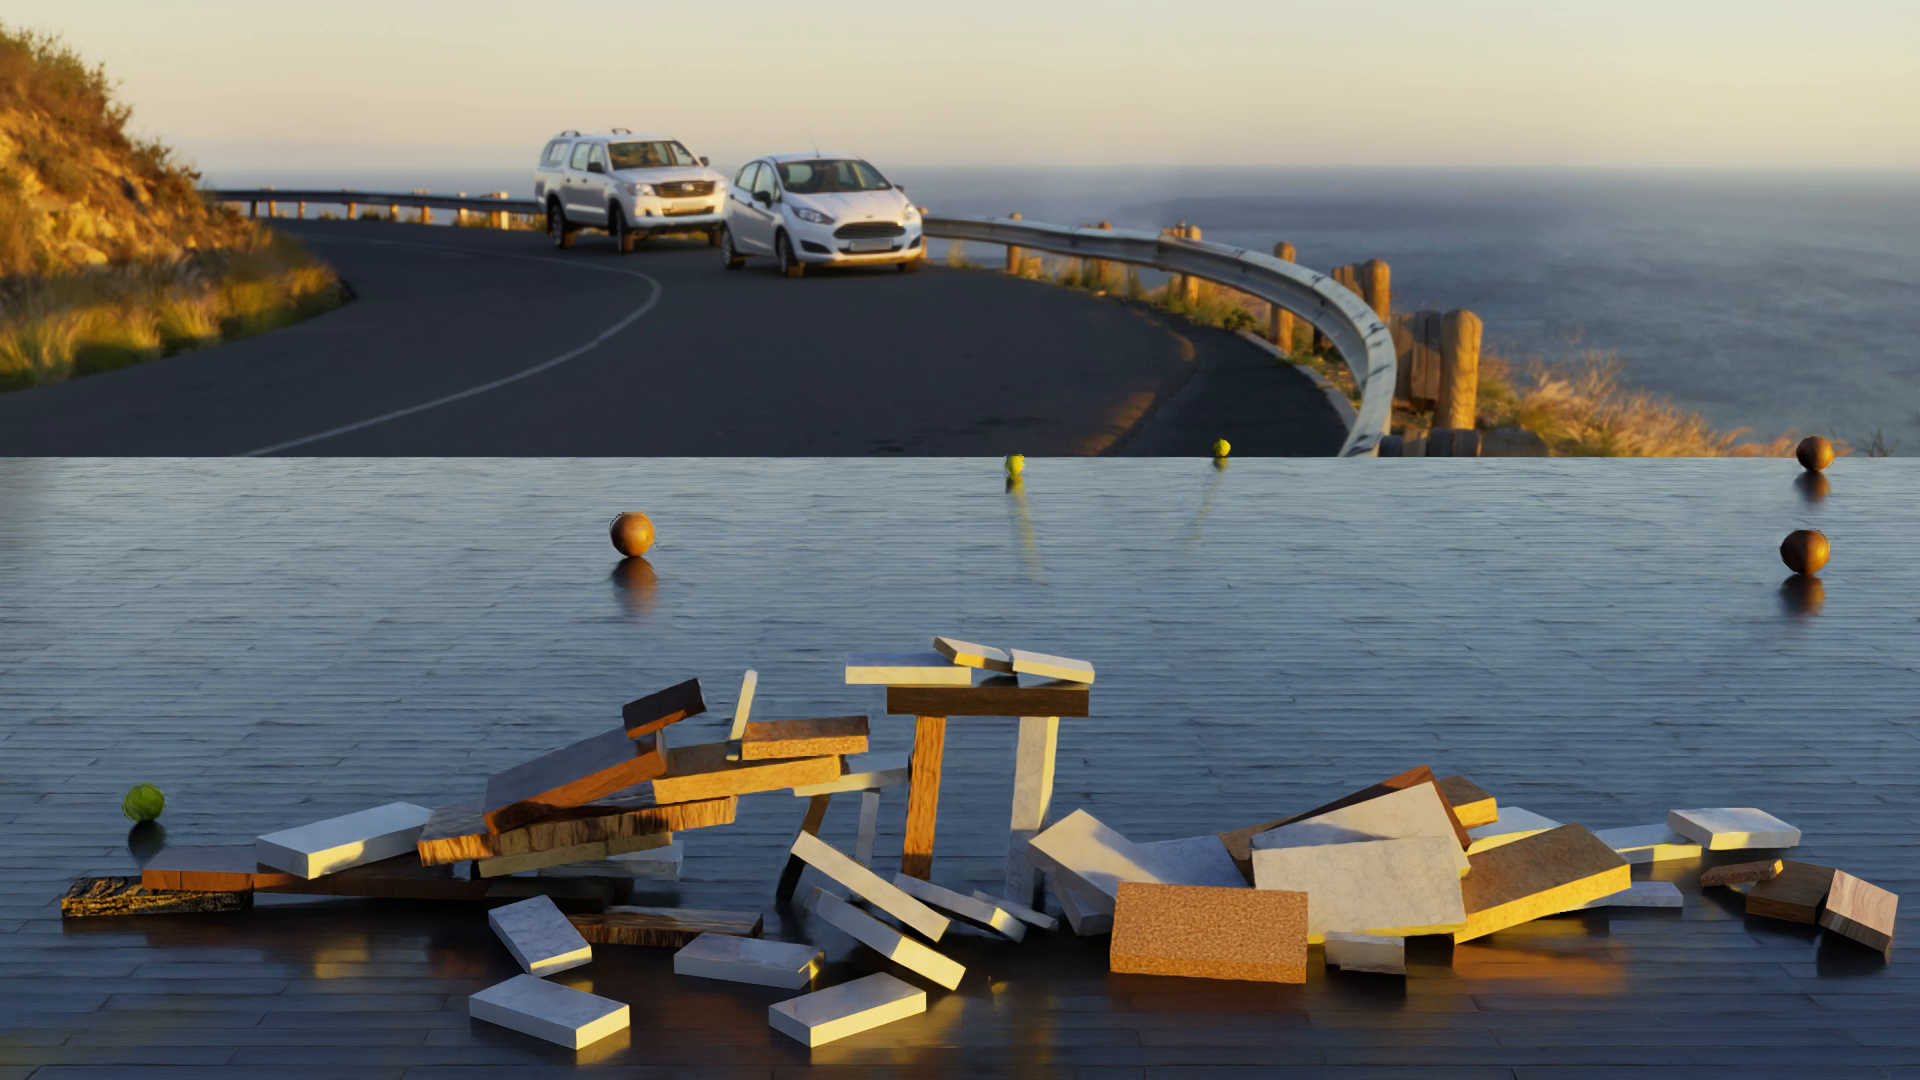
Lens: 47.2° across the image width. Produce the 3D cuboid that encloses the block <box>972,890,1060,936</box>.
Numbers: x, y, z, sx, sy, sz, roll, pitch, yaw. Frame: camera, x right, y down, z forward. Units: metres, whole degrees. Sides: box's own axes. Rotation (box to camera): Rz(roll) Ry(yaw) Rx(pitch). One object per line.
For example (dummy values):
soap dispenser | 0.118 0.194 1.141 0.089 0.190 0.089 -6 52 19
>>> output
block | 0.087 0.588 3.464 0.133 0.019 0.067 17 -16 18

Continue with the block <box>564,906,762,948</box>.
block | -0.510 0.611 3.483 0.382 0.027 0.096 2 11 8

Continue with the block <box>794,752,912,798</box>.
block | -0.176 0.387 3.629 0.188 0.027 0.094 -7 10 2

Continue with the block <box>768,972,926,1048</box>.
block | -0.161 0.671 3.152 0.204 0.029 0.102 -9 14 -39

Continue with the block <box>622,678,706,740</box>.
block | -0.488 0.277 3.627 0.135 0.019 0.068 -21 37 0

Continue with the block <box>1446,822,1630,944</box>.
block | 0.896 0.548 3.535 0.312 0.044 0.156 -15 22 -12

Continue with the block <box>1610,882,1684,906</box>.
block | 0.874 0.583 3.652 0.627 0.019 0.068 0 11 3

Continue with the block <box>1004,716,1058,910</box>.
block | 0.120 0.429 3.644 0.046 0.324 0.162 6 11 8

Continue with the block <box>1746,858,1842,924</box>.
block | 1.381 0.580 3.638 0.107 0.030 0.214 7 12 31

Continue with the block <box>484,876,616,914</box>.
block | -0.660 0.572 3.543 0.192 0.027 0.096 0 11 2

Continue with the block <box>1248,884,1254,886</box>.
block | 0.537 0.549 3.702 0.135 0.019 0.067 -18 1 -30

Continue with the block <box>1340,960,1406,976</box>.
block | 0.621 0.643 3.301 0.095 0.014 0.048 2 -12 13

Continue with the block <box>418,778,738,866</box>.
block | -0.628 0.456 3.650 0.514 0.042 0.149 -8 16 1

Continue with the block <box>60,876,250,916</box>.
block | -1.320 0.583 3.624 0.279 0.030 0.106 -1 11 -6

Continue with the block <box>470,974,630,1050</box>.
block | -0.587 0.672 3.143 0.211 0.030 0.106 7 13 34

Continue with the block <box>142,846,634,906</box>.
block | -0.941 0.558 3.650 0.785 0.033 0.115 2 10 -2

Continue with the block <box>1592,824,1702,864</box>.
block | 1.135 0.540 3.858 0.314 0.029 0.102 -3 11 -17

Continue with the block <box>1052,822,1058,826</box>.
block | 0.200 0.532 3.707 0.129 0.018 0.064 43 14 0

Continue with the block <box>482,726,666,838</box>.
block | -0.632 0.386 3.623 0.299 0.042 0.149 -20 20 -1

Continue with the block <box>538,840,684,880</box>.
block | -0.586 0.534 3.701 0.230 0.033 0.115 3 10 -3

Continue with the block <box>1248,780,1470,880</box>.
block | 0.638 0.507 3.522 0.312 0.156 0.044 -16 -30 -7

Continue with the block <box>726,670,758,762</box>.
block | -0.357 0.286 3.596 0.019 0.135 0.068 13 14 -5

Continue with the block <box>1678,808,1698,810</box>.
block | 1.393 0.510 4.052 0.118 0.017 0.059 -1 11 -3

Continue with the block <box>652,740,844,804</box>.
block | -0.345 0.371 3.633 0.299 0.042 0.149 -8 14 5

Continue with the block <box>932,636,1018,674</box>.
block | 0.027 0.189 3.595 0.133 0.019 0.067 14 13 -37

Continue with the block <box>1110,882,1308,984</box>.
block | 0.381 0.596 3.345 0.292 0.041 0.146 2 39 9

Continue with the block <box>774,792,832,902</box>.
block | -0.259 0.498 3.655 0.027 0.188 0.094 21 10 -4

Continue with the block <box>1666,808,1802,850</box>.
block | 1.372 0.511 3.902 0.214 0.030 0.107 3 15 -28

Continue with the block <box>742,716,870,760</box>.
block | -0.251 0.323 3.599 0.202 0.029 0.101 -4 14 1

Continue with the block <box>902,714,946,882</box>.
block | -0.062 0.429 3.642 0.046 0.324 0.162 6 10 -1

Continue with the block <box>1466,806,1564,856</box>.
block | 0.851 0.513 3.768 0.342 0.044 0.156 -4 7 -20

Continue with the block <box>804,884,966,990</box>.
block | -0.117 0.600 3.330 0.131 0.037 0.263 33 -10 -33

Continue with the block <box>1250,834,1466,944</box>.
block | 0.620 0.549 3.439 0.313 0.146 0.041 -5 -31 3

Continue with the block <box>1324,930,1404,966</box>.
block | 0.613 0.622 3.330 0.118 0.059 0.017 3 40 14

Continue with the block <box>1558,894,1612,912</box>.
block | 0.947 0.571 3.600 0.204 0.029 0.102 -5 24 -11

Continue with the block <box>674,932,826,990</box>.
block | -0.319 0.637 3.335 0.204 0.029 0.102 4 11 18

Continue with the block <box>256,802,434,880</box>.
block | -1.015 0.503 3.705 0.146 0.041 0.292 8 11 38

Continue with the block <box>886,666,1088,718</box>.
block | 0.048 0.245 3.609 0.324 0.046 0.162 1 11 3

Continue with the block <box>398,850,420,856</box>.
block | -0.901 0.520 3.825 0.229 0.033 0.115 -18 21 -28

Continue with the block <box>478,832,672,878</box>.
block | -0.634 0.498 3.635 0.312 0.029 0.102 -9 16 -4

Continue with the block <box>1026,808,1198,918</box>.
block | 0.248 0.535 3.516 0.263 0.037 0.131 30 38 31

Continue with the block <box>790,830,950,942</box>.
block | -0.137 0.536 3.402 0.263 0.037 0.131 31 -8 5

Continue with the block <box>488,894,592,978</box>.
block | -0.649 0.610 3.391 0.096 0.027 0.192 -13 23 -28

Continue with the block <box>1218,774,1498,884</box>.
block | 0.663 0.486 3.700 0.449 0.043 0.151 -13 10 -8

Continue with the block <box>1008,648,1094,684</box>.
block | 0.149 0.205 3.584 0.133 0.019 0.067 10 11 -7

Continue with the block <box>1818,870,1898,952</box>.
block | 1.435 0.590 3.509 0.102 0.029 0.204 24 19 20

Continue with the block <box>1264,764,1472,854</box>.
block | 0.662 0.492 3.589 0.302 0.151 0.043 -20 -28 -12

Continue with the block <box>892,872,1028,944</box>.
block | -0.002 0.579 3.469 0.202 0.029 0.101 13 -18 37

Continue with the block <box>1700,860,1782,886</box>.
block | 1.310 0.559 3.687 0.118 0.017 0.059 -16 0 39

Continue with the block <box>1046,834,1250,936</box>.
block | 0.307 0.559 3.569 0.302 0.043 0.151 -4 33 -19

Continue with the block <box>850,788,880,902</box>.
block | -0.157 0.496 3.655 0.027 0.188 0.094 7 10 -1

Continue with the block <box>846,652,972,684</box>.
block | -0.083 0.209 3.598 0.202 0.029 0.101 0 11 1
